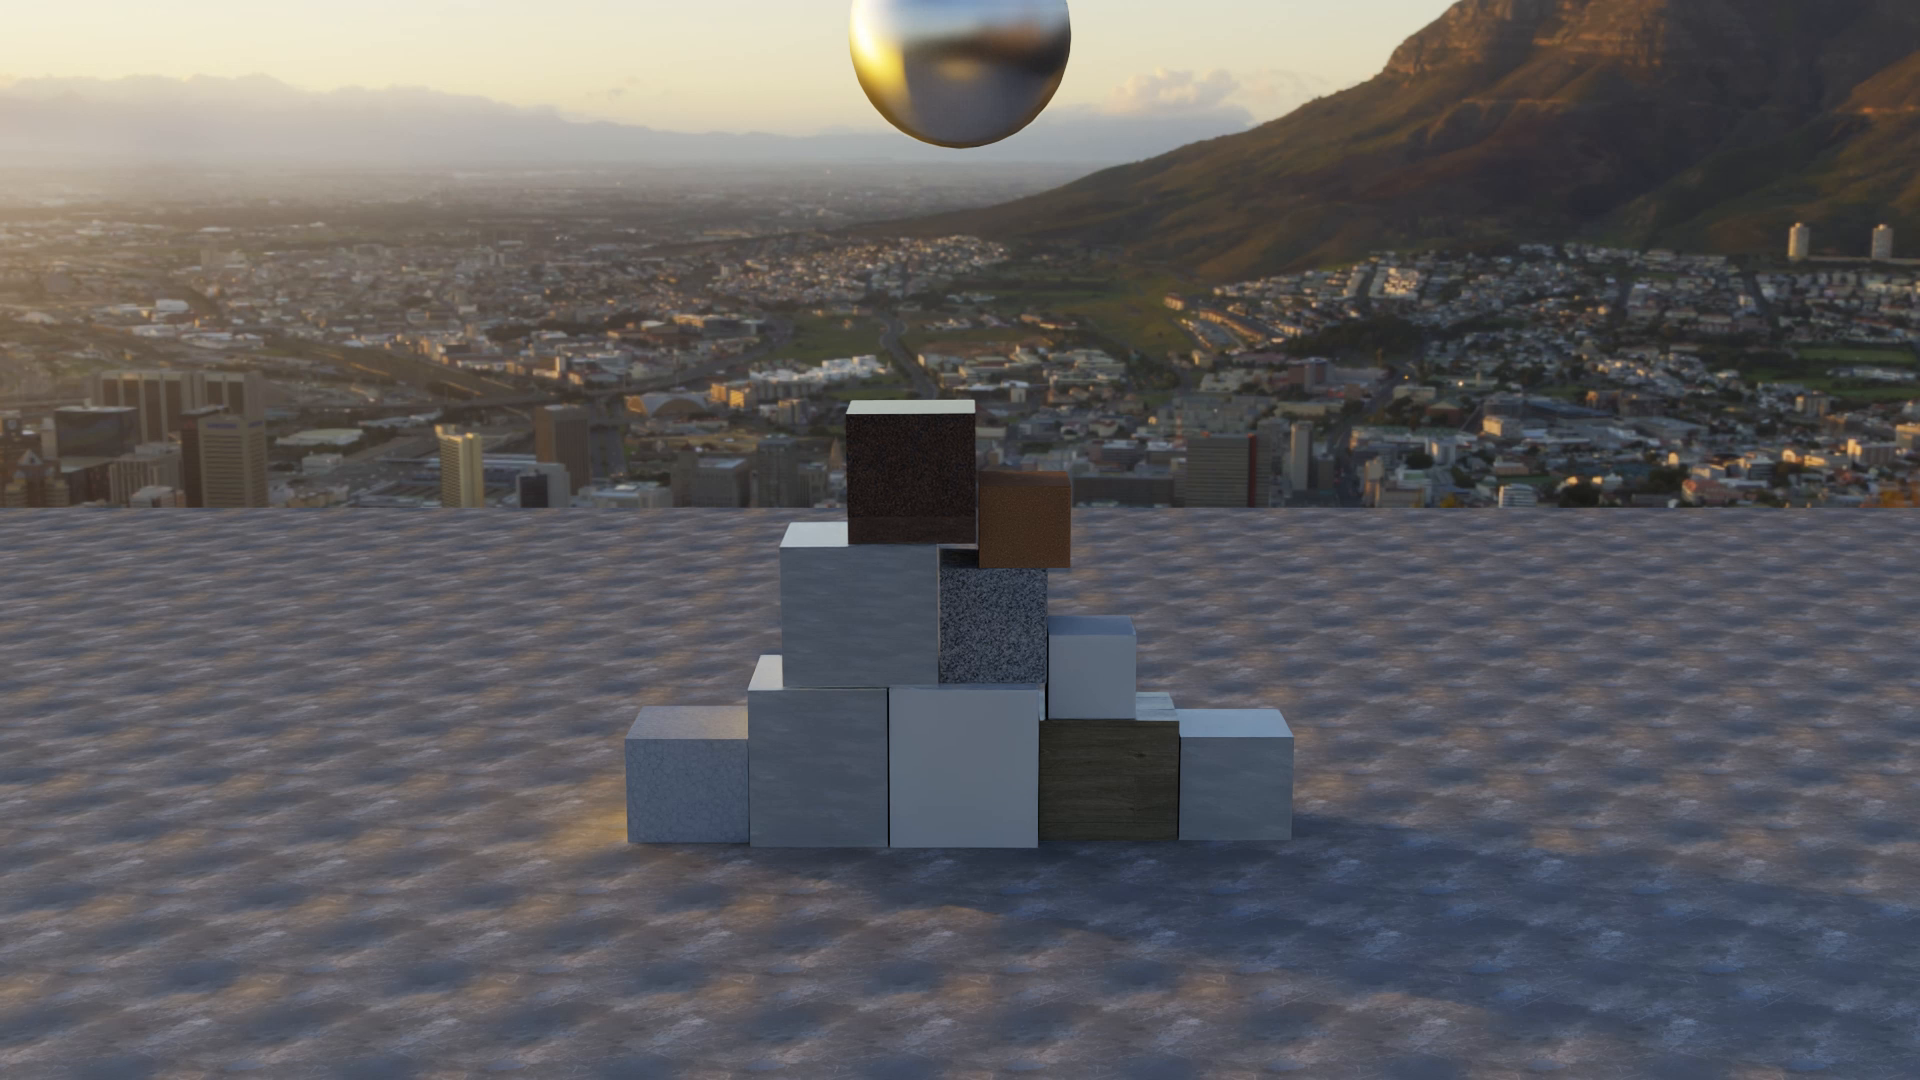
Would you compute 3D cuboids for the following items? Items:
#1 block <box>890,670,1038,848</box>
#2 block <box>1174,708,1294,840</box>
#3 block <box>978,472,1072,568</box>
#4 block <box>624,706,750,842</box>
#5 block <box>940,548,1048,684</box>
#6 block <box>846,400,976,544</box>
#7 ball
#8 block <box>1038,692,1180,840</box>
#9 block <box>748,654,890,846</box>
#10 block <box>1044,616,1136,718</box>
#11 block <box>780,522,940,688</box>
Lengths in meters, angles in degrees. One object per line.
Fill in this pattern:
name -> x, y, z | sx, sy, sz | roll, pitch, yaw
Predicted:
block -> 0.020, 1.074, 11.383 | 0.744, 0.815, 0.807 | 0, 10, 0
block -> 1.398, 1.209, 11.405 | 0.571, 0.540, 0.557 | 0, 10, 0
block -> 0.323, -0.109, 11.167 | 0.455, 0.414, 0.489 | 0, 10, 0
block -> -1.375, 1.207, 11.416 | 0.618, 0.541, 0.657 | 0, 10, 0
block -> 0.168, 0.382, 11.264 | 0.533, 0.587, 0.547 | 0, 10, 0
block -> -0.240, -0.352, 11.126 | 0.636, 0.650, 0.569 | 0, 10, 0
ball -> 0.000, -3.615, 15.762 | 1.600, 1.600, 1.600 | 0, 10, 0
block -> 0.752, 1.165, 11.396 | 0.701, 0.630, 0.582 | 0, 10, 0
block -> -0.709, 1.078, 11.372 | 0.694, 0.811, 0.764 | 0, 10, 0
block -> 0.665, 0.647, 11.284 | 0.440, 0.431, 0.463 | 0, 10, 0
block -> -0.499, 0.321, 11.253 | 0.776, 0.715, 0.710 | 0, 10, 0
